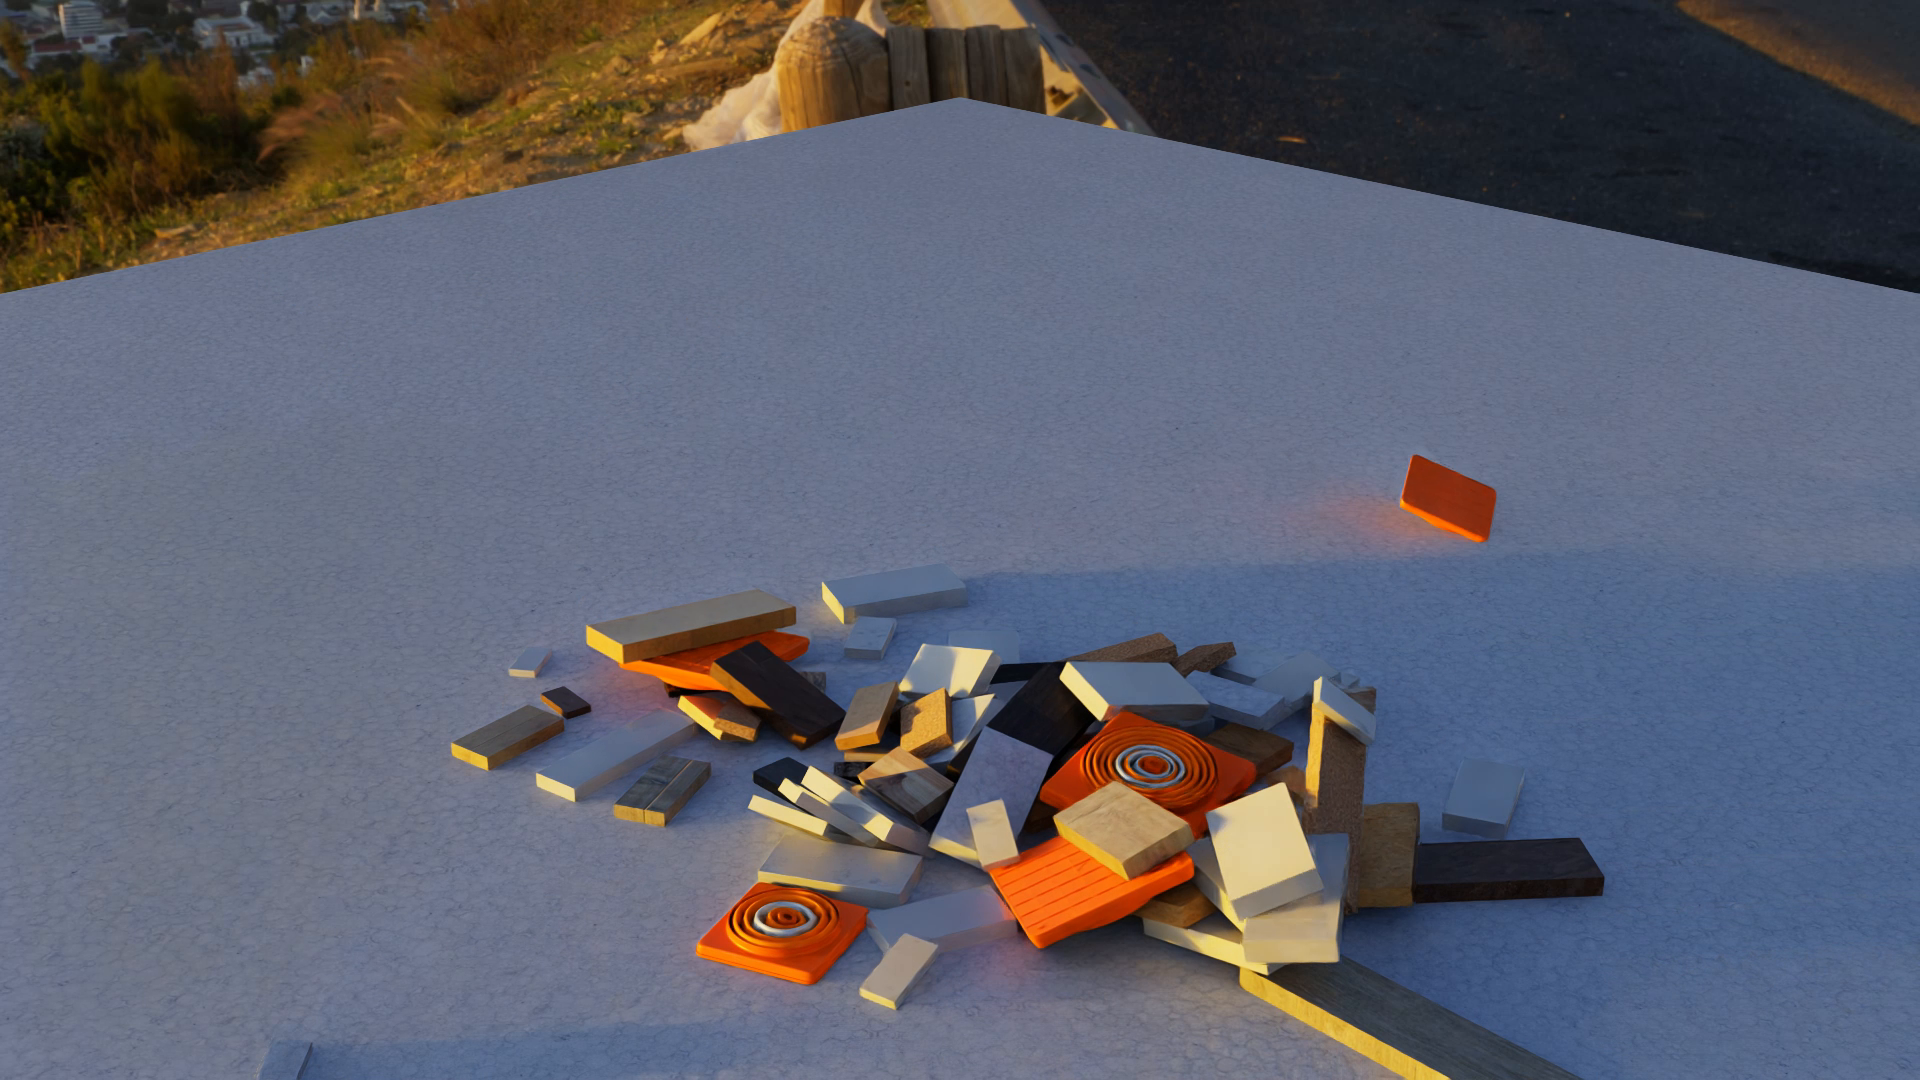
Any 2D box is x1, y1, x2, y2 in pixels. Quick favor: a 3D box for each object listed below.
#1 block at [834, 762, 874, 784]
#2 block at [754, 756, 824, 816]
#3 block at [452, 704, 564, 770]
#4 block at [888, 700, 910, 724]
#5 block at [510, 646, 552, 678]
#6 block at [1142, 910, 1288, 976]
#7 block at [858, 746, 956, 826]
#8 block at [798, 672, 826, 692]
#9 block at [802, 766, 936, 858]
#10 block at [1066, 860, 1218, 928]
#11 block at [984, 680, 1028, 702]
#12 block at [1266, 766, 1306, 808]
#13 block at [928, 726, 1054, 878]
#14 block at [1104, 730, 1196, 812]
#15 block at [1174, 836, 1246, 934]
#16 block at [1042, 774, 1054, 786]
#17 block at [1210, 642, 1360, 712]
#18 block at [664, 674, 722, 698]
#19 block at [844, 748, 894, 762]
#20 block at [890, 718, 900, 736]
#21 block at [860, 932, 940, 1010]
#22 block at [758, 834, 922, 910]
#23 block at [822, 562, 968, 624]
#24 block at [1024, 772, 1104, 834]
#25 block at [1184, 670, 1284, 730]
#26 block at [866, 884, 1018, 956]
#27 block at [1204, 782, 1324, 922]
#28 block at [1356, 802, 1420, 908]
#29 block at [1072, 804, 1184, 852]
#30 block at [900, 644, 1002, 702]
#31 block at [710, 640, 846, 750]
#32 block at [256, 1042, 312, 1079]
[{"bbox_3d":[-0.199,0.487,4.591,0.128,0.018,0.064,-1,23,-2],"label":"block"},{"bbox_3d":[-0.331,0.506,4.534,0.094,0.027,0.187,-20,30,-39],"label":"block"},{"bbox_3d":[-0.970,0.423,4.724,0.110,0.031,0.221,16,28,33],"label":"block"},{"bbox_3d":[-0.172,0.370,4.815,0.066,0.019,0.131,-32,24,-36],"label":"block"},{"bbox_3d":[-0.990,0.282,5.075,0.059,0.017,0.119,4,23,9],"label":"block"},{"bbox_3d":[0.490,0.702,3.979,0.149,0.042,0.298,-20,19,-38],"label":"block"},{"bbox_3d":[-0.105,0.496,4.451,0.108,0.030,0.215,-34,33,-21],"label":"block"},{"bbox_3d":[-0.349,0.345,4.915,0.089,0.025,0.177,0,23,1],"label":"block"},{"bbox_3d":[-0.177,0.537,4.349,0.142,0.040,0.283,28,0,-43],"label":"block"},{"bbox_3d":[0.355,0.647,4.096,0.149,0.042,0.298,-20,17,-39],"label":"block"},{"bbox_3d":[0.167,0.362,4.780,0.229,0.032,0.114,-6,63,-11],"label":"block"},{"bbox_3d":[0.703,0.511,4.530,0.072,0.020,0.143,-13,26,-28],"label":"block"},{"bbox_3d":[0.064,0.512,4.331,0.152,0.043,0.304,23,44,5],"label":"block"},{"bbox_3d":[0.389,0.472,4.515,0.208,0.104,0.029,19,30,38],"label":"block"},{"bbox_3d":[0.529,0.627,3.957,0.149,0.042,0.298,-10,28,-24],"label":"block"},{"bbox_3d":[0.126,0.489,4.565,0.122,0.017,0.061,10,7,22],"label":"block"},{"bbox_3d":[0.733,0.314,4.967,0.299,0.042,0.149,17,28,34],"label":"block"},{"bbox_3d":[-0.604,0.329,4.964,0.119,0.017,0.059,-7,24,-17],"label":"block"},{"bbox_3d":[-0.175,0.454,4.639,0.128,0.018,0.064,1,6,8],"label":"block"},{"bbox_3d":[-0.049,0.416,4.745,0.098,0.028,0.195,-21,31,-40],"label":"block"},{"bbox_3d":[-0.106,0.762,3.889,0.073,0.021,0.146,15,42,29],"label":"block"},{"bbox_3d":[-0.228,0.636,4.209,0.283,0.040,0.142,7,24,15],"label":"block"},{"bbox_3d":[-0.160,0.130,5.397,0.319,0.045,0.160,-9,25,-20],"label":"block"},{"bbox_3d":[0.197,0.533,4.467,0.208,0.029,0.104,-16,28,-33],"label":"block"},{"bbox_3d":[0.581,0.347,4.789,0.223,0.032,0.112,16,29,32],"label":"block"},{"bbox_3d":[-0.033,0.707,4.049,0.248,0.035,0.124,-10,25,-22],"label":"block"},{"bbox_3d":[0.536,0.548,3.895,0.157,0.044,0.314,-23,20,7],"label":"block"},{"bbox_3d":[0.795,0.598,4.187,0.146,0.041,0.292,-4,24,17],"label":"block"},{"bbox_3d":[0.329,0.568,4.331,0.208,0.029,0.104,-18,7,-39],"label":"block"},{"bbox_3d":[-0.024,0.297,4.842,0.247,0.035,0.123,2,56,51],"label":"block"},{"bbox_3d":[-0.394,0.336,4.786,0.283,0.040,0.142,37,36,22],"label":"block"},{"bbox_3d":[-1.127,0.882,3.659,0.066,0.019,0.131,0,23,-1],"label":"block"}]
